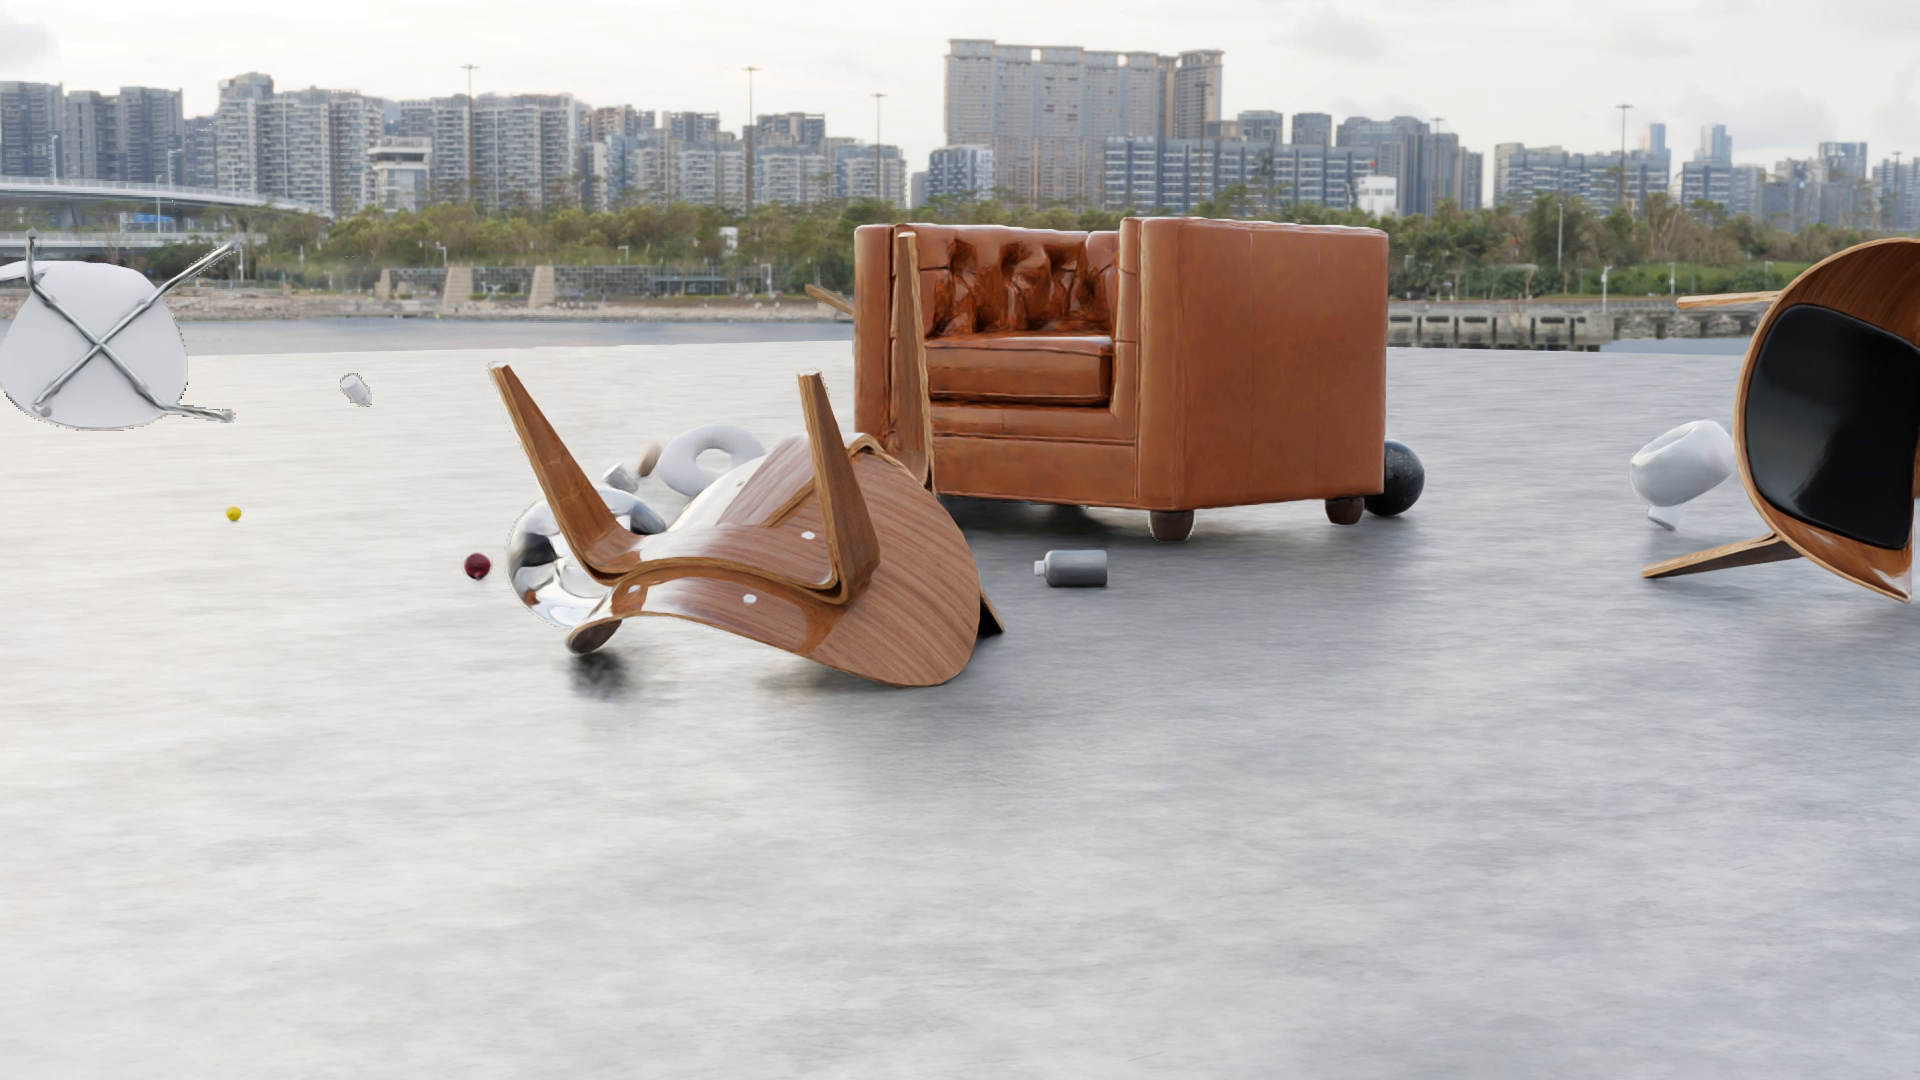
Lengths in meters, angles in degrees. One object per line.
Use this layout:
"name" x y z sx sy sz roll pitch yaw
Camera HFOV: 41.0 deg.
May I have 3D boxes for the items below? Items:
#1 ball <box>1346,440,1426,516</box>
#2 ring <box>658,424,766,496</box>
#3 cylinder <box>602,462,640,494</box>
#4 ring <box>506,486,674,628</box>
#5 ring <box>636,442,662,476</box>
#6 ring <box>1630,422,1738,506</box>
"ball" 1.169 -0.171 7.040 0.212 0.212 0.212 0 6 0
"ring" -0.737 -0.237 7.642 0.358 0.218 0.072 -15 -7 -32
"cylinder" -0.989 -0.173 7.495 0.059 0.088 0.101 -50 16 -30
"ring" -0.688 0.033 4.784 0.314 0.280 0.145 0 34 -20
"ring" -1.021 -0.265 8.419 0.049 0.125 0.149 28 -13 -12
"ring" 1.777 -0.187 6.304 0.244 0.144 0.386 -32 0 -2
